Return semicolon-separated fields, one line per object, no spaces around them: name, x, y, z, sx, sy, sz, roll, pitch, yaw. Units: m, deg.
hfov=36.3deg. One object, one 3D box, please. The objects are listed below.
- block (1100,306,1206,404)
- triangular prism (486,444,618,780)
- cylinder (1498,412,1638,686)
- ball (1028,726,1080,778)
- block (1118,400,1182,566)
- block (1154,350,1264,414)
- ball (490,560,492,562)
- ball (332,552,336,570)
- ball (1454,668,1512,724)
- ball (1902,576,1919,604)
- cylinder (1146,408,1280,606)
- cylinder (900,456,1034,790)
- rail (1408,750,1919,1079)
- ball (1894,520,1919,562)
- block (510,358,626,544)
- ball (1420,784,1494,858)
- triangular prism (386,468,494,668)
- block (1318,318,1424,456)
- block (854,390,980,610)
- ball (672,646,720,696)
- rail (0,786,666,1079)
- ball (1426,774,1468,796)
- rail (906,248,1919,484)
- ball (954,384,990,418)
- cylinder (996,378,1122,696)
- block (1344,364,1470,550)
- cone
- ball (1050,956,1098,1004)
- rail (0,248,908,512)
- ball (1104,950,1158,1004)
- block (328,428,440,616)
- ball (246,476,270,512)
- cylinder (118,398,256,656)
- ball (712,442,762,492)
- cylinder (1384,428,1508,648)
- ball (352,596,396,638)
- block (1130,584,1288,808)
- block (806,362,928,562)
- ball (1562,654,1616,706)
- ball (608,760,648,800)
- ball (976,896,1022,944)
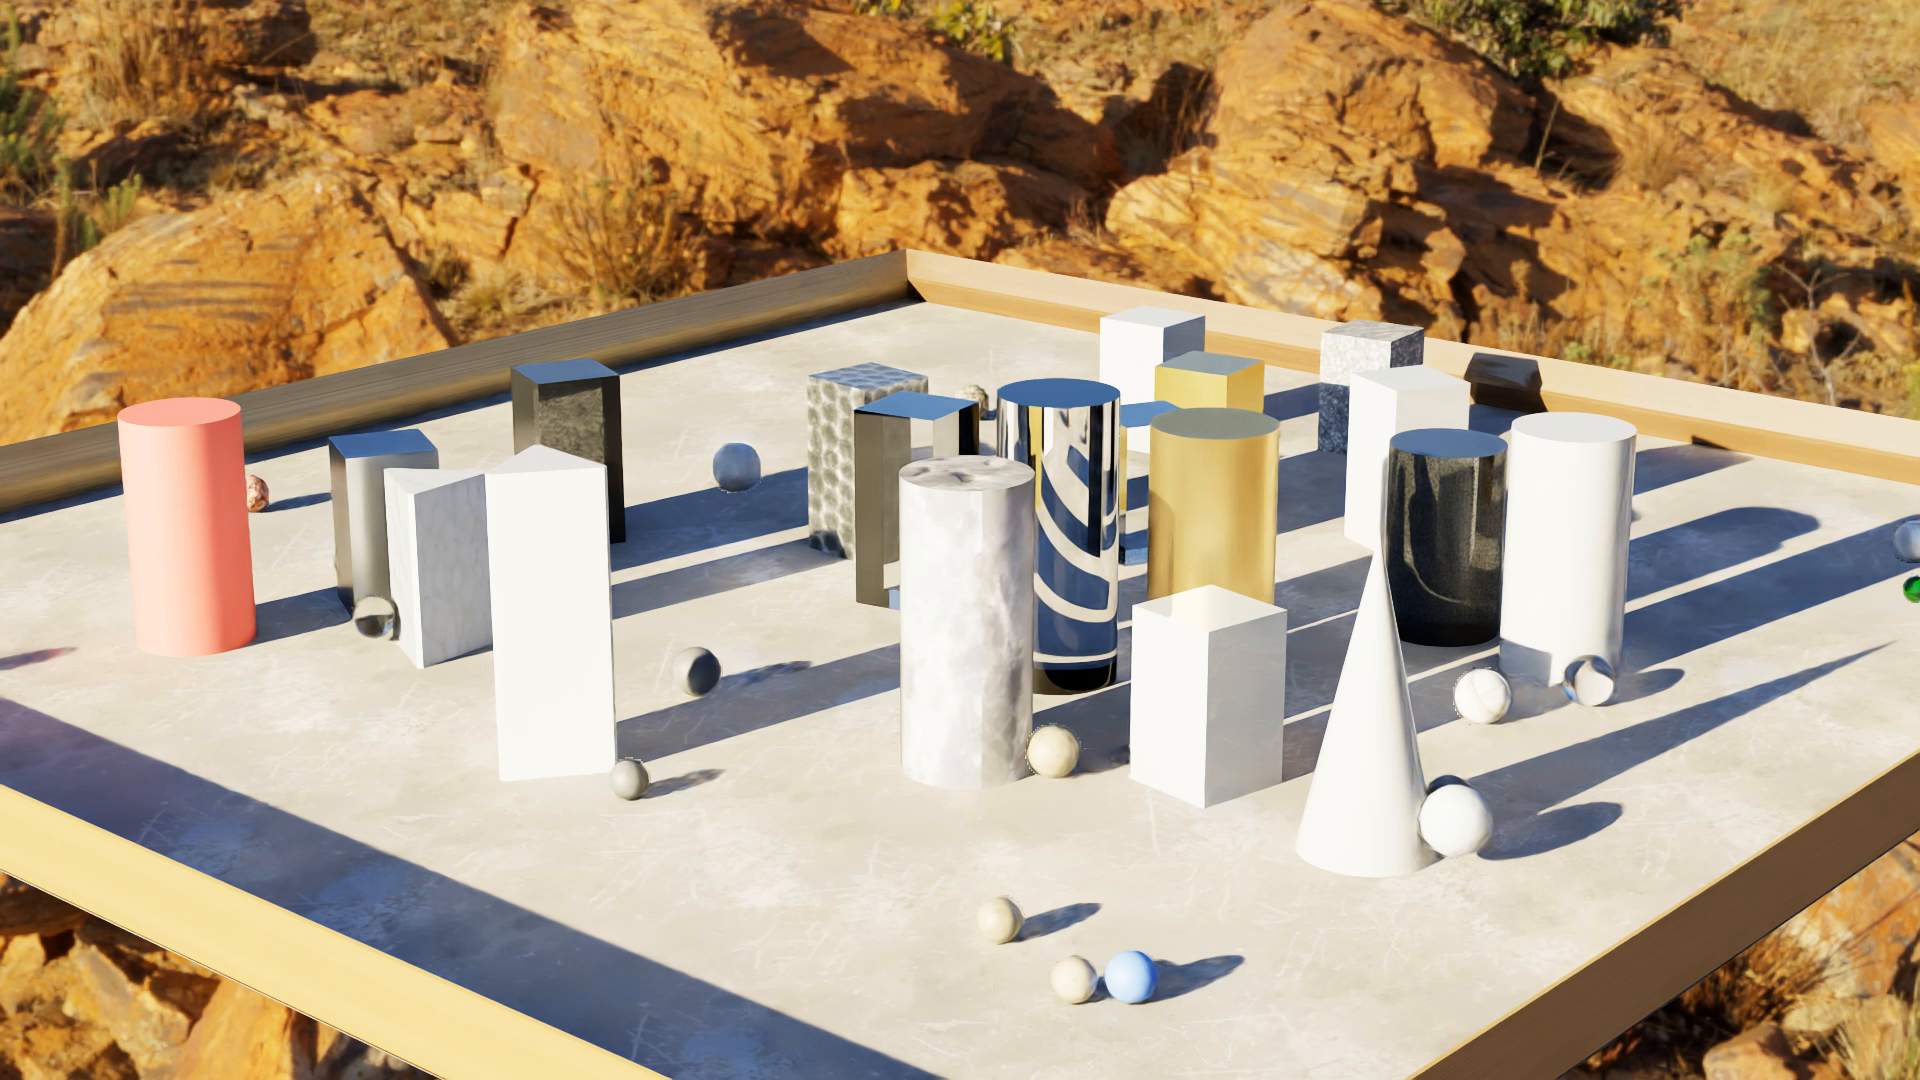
block;0.401;-0.340;6.127;0.156;0.260;0.156;13;21;36
triangular prism;-0.605;0.103;4.304;0.169;0.464;0.147;-4;17;-13
cylinder;0.974;0.014;4.707;0.195;0.402;0.195;0;17;0
ball;0.137;0.310;4.285;0.077;0.077;0.077;0;17;0
block;0.337;-0.105;5.350;0.156;0.258;0.156;-7;18;-23
block;0.481;-0.212;5.686;0.156;0.269;0.156;10;20;31
ball;-0.822;0.018;5.283;0.061;0.061;0.061;0;17;0
ball;-1.081;0.039;5.208;0.065;0.065;0.065;0;17;0
ball;0.803;0.240;4.504;0.085;0.085;0.085;0;17;0
ball;1.659;0.085;5.083;0.048;0.048;0.048;0;17;0
cylinder;0.384;0.047;4.488;0.195;0.466;0.195;0;17;0
cylinder;0.010;0.118;4.279;0.195;0.449;0.195;0;17;0
rail;1.283;0.354;4.053;0.045;0.127;3.552;14;22;39
ball;1.730;0.003;5.311;0.075;0.075;0.075;0;17;0
block;-0.725;-0.159;5.424;0.156;0.318;0.156;-8;19;-26
ball;0.668;0.378;3.945;0.098;0.098;0.098;0;17;0
triangular prism;-0.885;0.036;4.822;0.147;0.294;0.169;12;21;35
block;0.848;-0.311;6.047;0.156;0.250;0.156;11;20;33
block;-0.074;-0.065;5.066;0.156;0.346;0.156;10;19;29
ball;-0.416;0.207;4.630;0.077;0.077;0.077;0;17;0
rail;-1.149;0.414;3.853;3.447;0.127;0.045;14;22;39
ball;0.686;0.365;4.117;0.070;0.070;0.070;0;17;0
rail;1.149;-0.350;6.387;3.447;0.127;0.045;14;22;39
ball;0.024;-0.295;6.292;0.078;0.078;0.078;0;17;0
cylinder;0.155;-0.007;4.660;0.195;0.468;0.195;0;17;0
block;0.821;-0.146;5.391;0.156;0.313;0.156;-7;18;-23
cone;0.560;0.207;3.973;0.195;0.456;0.195;0;17;0
ball;0.139;0.535;3.573;0.058;0.058;0.058;0;17;0
rail;-1.283;-0.290;6.187;0.045;0.127;3.552;14;22;39
ball;0.209;0.532;3.572;0.065;0.065;0.065;0;17;0
block;-0.983;-0.026;5.036;0.156;0.289;0.156;-7;18;-21
ball;-1.359;-0.088;5.617;0.072;0.072;0.072;0;17;0
cylinder;-1.276;-0.023;4.849;0.195;0.390;0.195;0;17;0
ball;-0.439;-0.144;5.757;0.098;0.098;0.098;0;17;0
cylinder;0.810;-0.006;4.907;0.195;0.324;0.195;0;17;0
ball;-0.971;0.128;4.858;0.070;0.070;0.070;0;17;0
block;0.359;0.224;4.245;0.156;0.266;0.156;-13;21;-37
block;-0.167;-0.141;5.355;0.156;0.325;0.156;-15;23;-41
ball;0.983;0.219;4.581;0.082;0.082;0.082;0;17;0
ball;-0.476;0.344;4.211;0.057;0.057;0.057;0;17;0
ball;0.050;0.485;3.740;0.059;0.059;0.059;0;17;0
